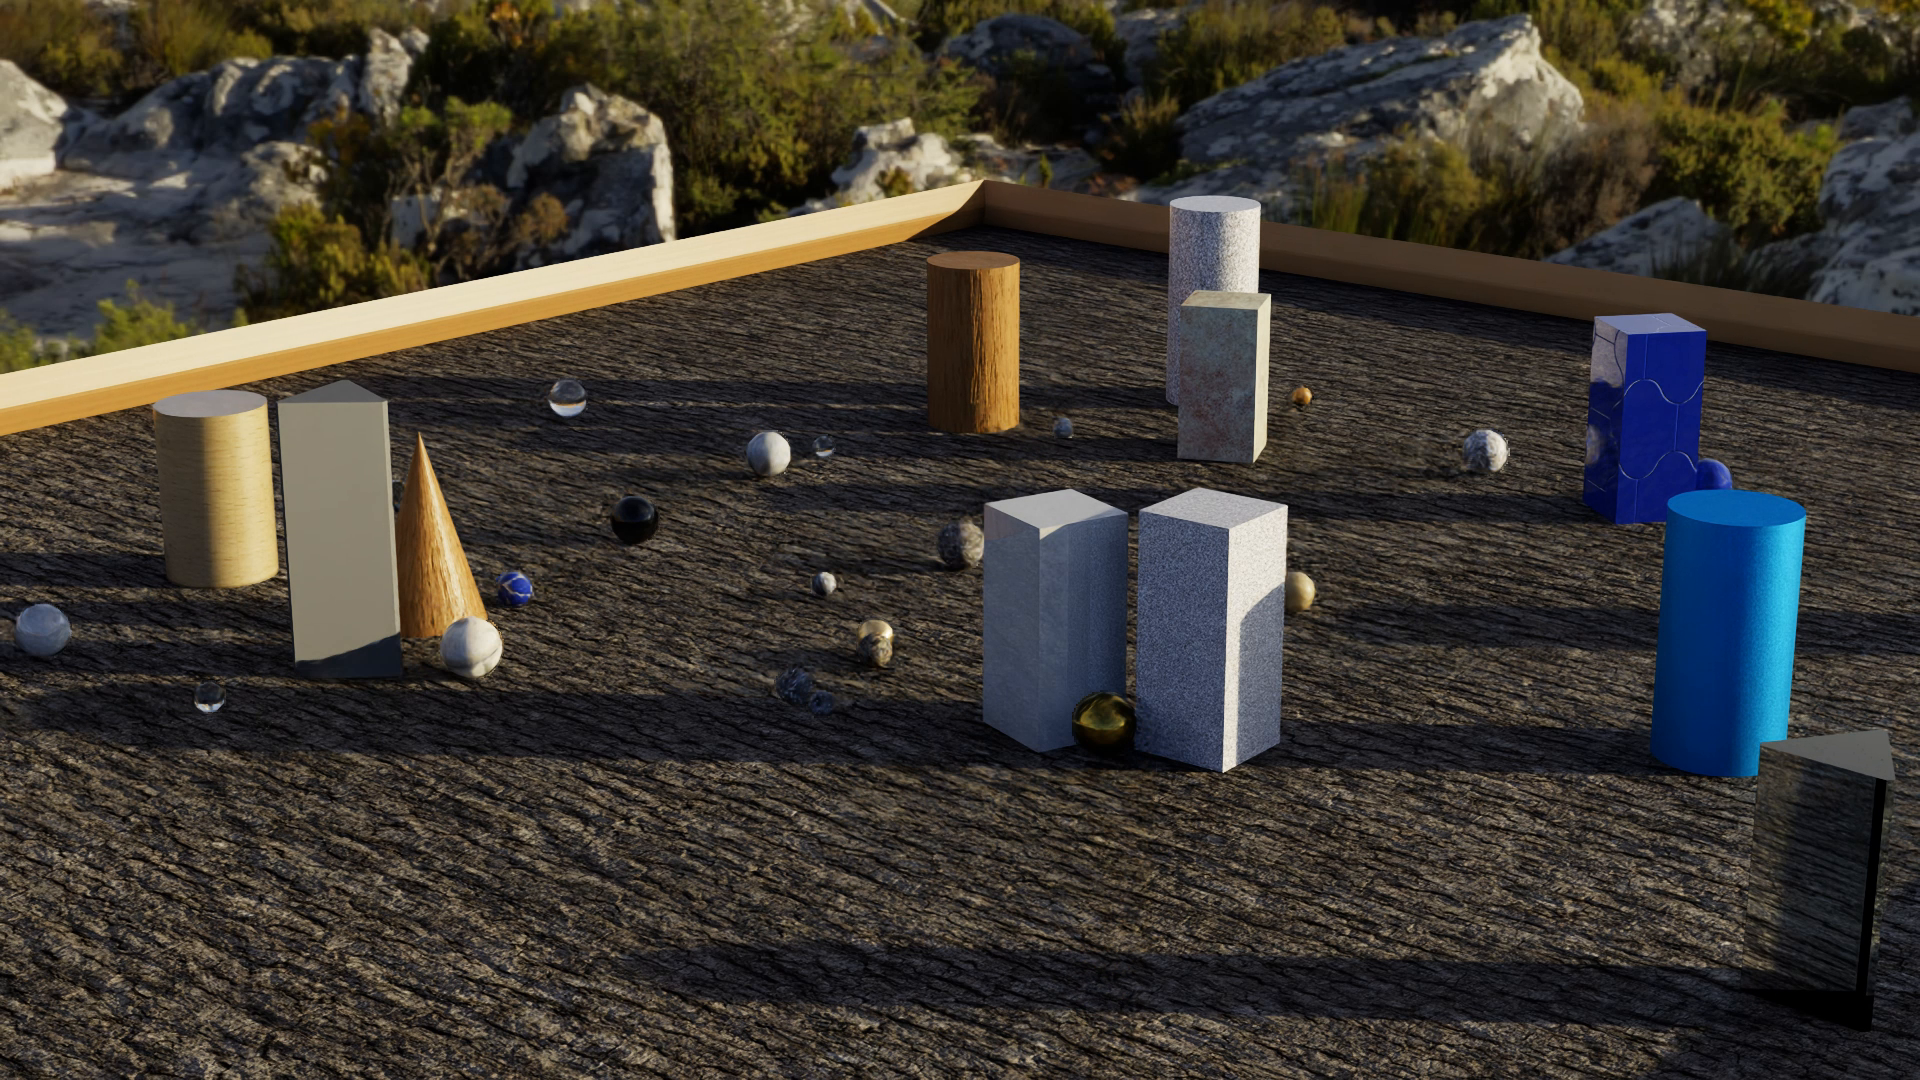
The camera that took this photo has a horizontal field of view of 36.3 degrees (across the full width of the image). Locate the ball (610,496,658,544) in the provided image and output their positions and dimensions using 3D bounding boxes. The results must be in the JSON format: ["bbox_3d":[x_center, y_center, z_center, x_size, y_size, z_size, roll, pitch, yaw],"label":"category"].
[{"bbox_3d":[-0.602,-0.038,5.422,0.090,0.090,0.090,0,17,0],"label":"ball"}]

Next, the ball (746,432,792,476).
[{"bbox_3d":[-0.383,-0.172,5.866,0.090,0.090,0.090,0,17,0],"label":"ball"}]

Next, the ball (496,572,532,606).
[{"bbox_3d":[-0.770,0.085,5.063,0.061,0.061,0.061,0,17,0],"label":"ball"}]

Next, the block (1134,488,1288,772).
[{"bbox_3d":[0.373,0.131,4.367,0.157,0.374,0.157,13,21,36],"label":"block"}]

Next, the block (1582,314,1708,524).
[{"bbox_3d":[1.302,-0.232,5.585,0.157,0.368,0.157,-3,17,-11],"label":"block"}]

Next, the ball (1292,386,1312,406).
[{"bbox_3d":[0.750,-0.316,6.429,0.041,0.041,0.041,0,17,0],"label":"ball"}]

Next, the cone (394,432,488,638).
[{"bbox_3d":[-0.906,-0.024,4.958,0.197,0.330,0.197,0,17,0],"label":"cone"}]

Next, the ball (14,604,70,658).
[{"bbox_3d":[-1.505,0.149,4.807,0.088,0.088,0.088,0,17,0],"label":"ball"}]

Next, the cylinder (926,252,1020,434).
[{"bbox_3d":[0.028,-0.423,6.243,0.197,0.352,0.197,0,17,0],"label":"cylinder"}]

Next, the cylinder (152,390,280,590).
[{"bbox_3d":[-1.322,-0.091,5.213,0.197,0.312,0.197,0,17,0],"label":"cylinder"}]

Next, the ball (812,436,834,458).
[{"bbox_3d":[-0.280,-0.190,6.008,0.043,0.043,0.043,0,17,0],"label":"ball"}]

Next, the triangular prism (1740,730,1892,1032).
[{"bbox_3d":[1.073,0.401,3.563,0.170,0.322,0.148,16,23,42],"label":"triangular prism"}]

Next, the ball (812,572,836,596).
[{"bbox_3d":[-0.238,0.077,5.125,0.042,0.042,0.042,0,17,0],"label":"ball"}]

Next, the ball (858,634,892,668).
[{"bbox_3d":[-0.138,0.179,4.762,0.055,0.055,0.055,0,17,0],"label":"ball"}]

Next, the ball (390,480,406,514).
[{"bbox_3d":[-1.080,-0.082,5.616,0.063,0.063,0.063,0,17,0],"label":"ball"}]

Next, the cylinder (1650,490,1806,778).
[{"bbox_3d":[1.134,0.136,4.337,0.197,0.383,0.197,0,17,0],"label":"cylinder"}]

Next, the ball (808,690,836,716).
[{"bbox_3d":[-0.214,0.253,4.541,0.042,0.042,0.042,0,17,0],"label":"ball"}]

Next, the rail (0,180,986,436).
[{"bbox_3d":[-1.676,-0.388,6.513,0.045,0.128,5.375,14,22,39],"label":"rail"}]

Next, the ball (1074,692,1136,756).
[{"bbox_3d":[0.216,0.275,4.375,0.094,0.094,0.094,0,17,0],"label":"ball"}]

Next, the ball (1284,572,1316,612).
[{"bbox_3d":[0.575,0.089,5.034,0.071,0.071,0.071,0,17,0],"label":"ball"}]

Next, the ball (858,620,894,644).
[{"bbox_3d":[-0.138,0.160,4.817,0.060,0.060,0.060,0,17,0],"label":"ball"}]

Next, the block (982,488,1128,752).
[{"bbox_3d":[0.143,0.120,4.447,0.157,0.350,0.157,-10,19,-30],"label":"block"}]

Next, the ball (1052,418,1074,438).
[{"bbox_3d":[0.216,-0.235,6.157,0.043,0.043,0.043,0,17,0],"label":"ball"}]

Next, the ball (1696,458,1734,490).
[{"bbox_3d":[1.440,-0.109,5.649,0.096,0.096,0.096,0,17,0],"label":"ball"}]

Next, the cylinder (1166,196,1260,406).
[{"bbox_3d":[0.554,-0.521,6.424,0.197,0.436,0.197,0,17,0],"label":"cylinder"}]

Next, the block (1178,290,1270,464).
[{"bbox_3d":[0.542,-0.336,6.015,0.157,0.319,0.157,4,17,14],"label":"block"}]

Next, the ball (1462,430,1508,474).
[{"bbox_3d":[1.052,-0.176,5.880,0.090,0.090,0.090,0,17,0],"label":"ball"}]

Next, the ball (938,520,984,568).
[{"bbox_3d":[0.002,0.009,5.272,0.087,0.087,0.087,0,17,0],"label":"ball"}]

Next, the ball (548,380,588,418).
[{"bbox_3d":[-0.844,-0.304,6.318,0.082,0.082,0.082,0,17,0],"label":"ball"}]

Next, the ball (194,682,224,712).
[{"bbox_3d":[-1.167,0.245,4.558,0.047,0.047,0.047,0,17,0],"label":"ball"}]

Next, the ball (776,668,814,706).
[{"bbox_3d":[-0.258,0.230,4.587,0.058,0.058,0.058,0,17,0],"label":"ball"}]

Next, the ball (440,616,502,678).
[{"bbox_3d":[-0.785,0.172,4.710,0.098,0.098,0.098,0,17,0],"label":"ball"}]

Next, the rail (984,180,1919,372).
[{"bbox_3d":[1.746,-0.548,7.046,4.485,0.128,0.045,14,22,39],"label":"rail"}]

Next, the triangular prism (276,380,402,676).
[{"bbox_3d":[-0.989,-0.020,4.728,0.170,0.455,0.148,-1,17,-2],"label":"triangular prism"}]
